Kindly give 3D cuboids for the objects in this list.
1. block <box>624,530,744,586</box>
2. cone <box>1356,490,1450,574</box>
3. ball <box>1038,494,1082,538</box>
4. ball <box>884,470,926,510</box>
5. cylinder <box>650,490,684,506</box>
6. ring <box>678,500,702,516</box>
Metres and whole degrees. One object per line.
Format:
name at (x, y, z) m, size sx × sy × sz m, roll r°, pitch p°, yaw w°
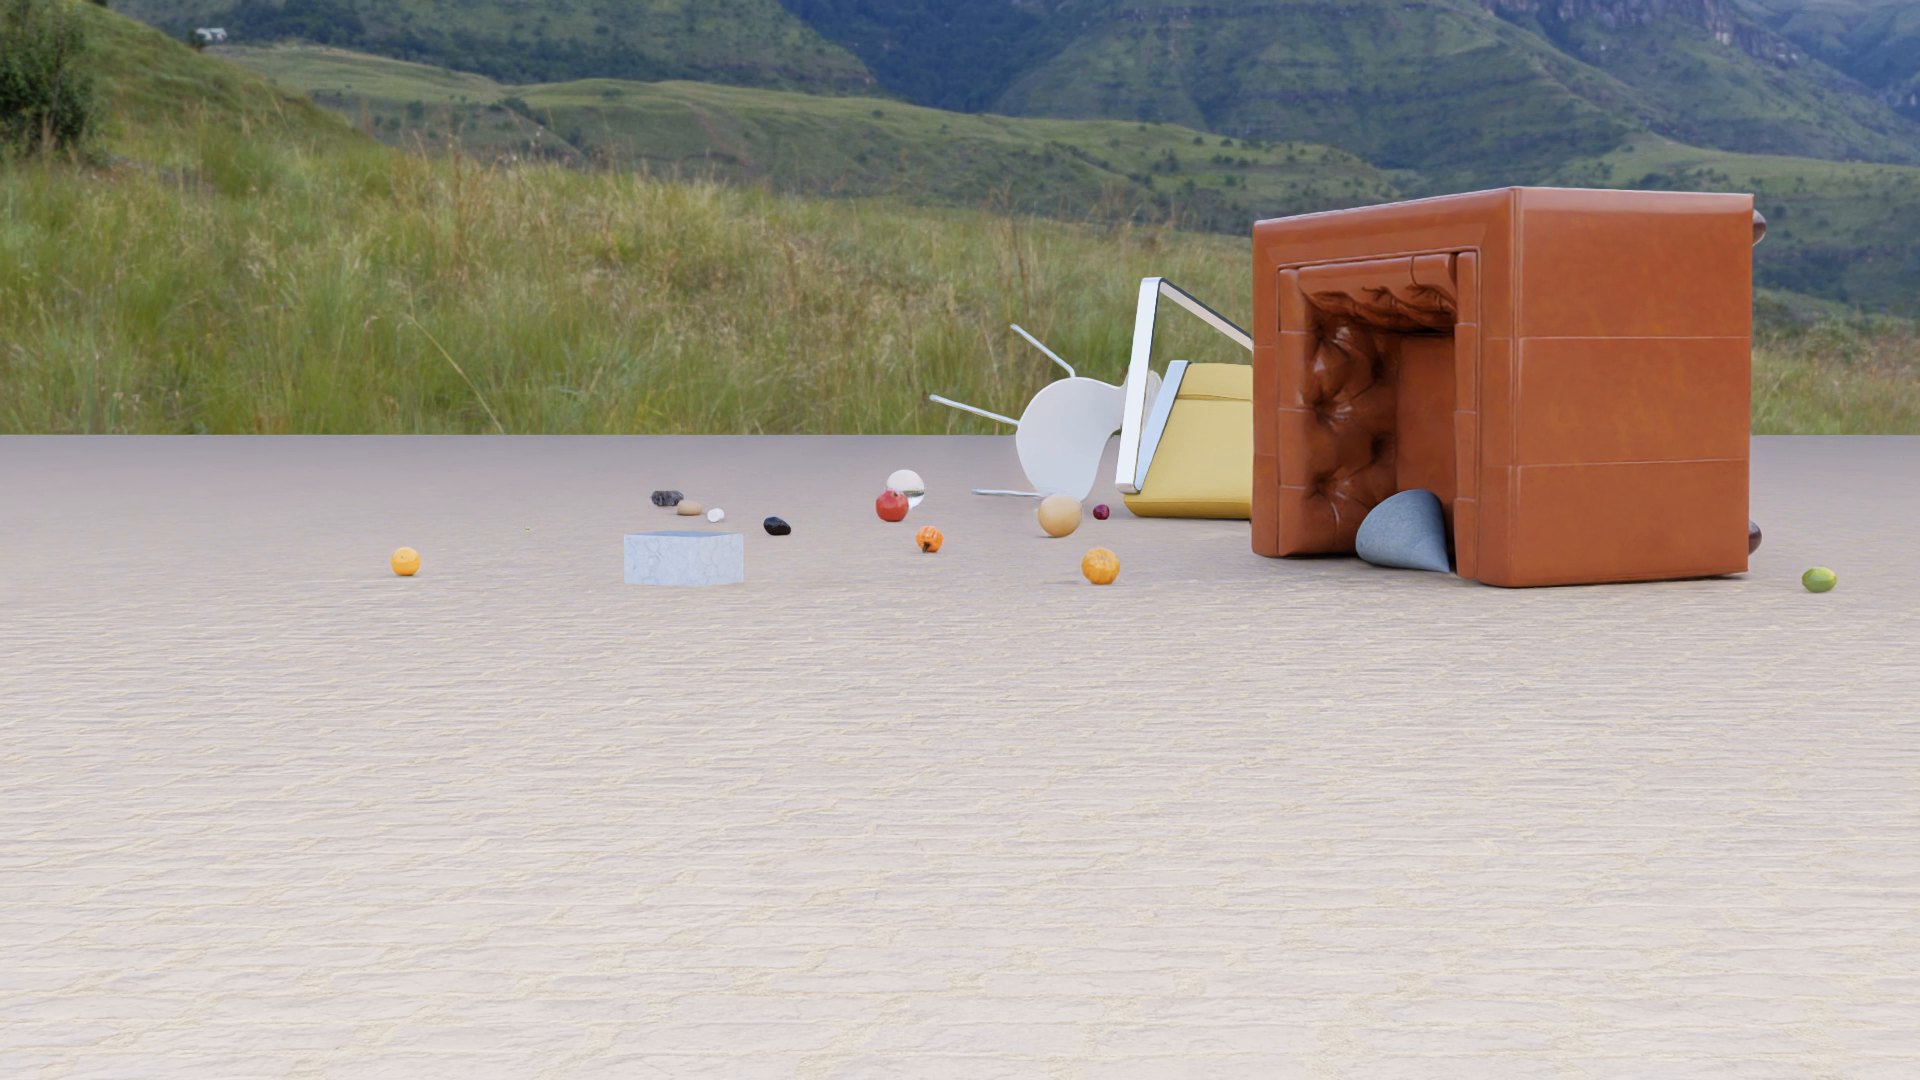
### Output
block at (-0.641, 0.042, 5.114) m, size 0.213 × 0.112 × 0.173 m, roll 2°, pitch 4°, yaw 28°
cone at (1.152, 0.025, 5.457) m, size 0.255 × 0.213 × 0.228 m, roll -21°, pitch 37°, yaw -13°
ball at (0.303, -0.076, 6.674) m, size 0.133 × 0.133 × 0.133 m, roll 0°, pitch 4°, yaw 0°
ball at (-0.205, -0.187, 8.176) m, size 0.150 × 0.150 × 0.150 m, roll 0°, pitch 4°, yaw 0°
cylinder at (-1.118, -0.159, 8.406) m, size 0.116 × 0.062 × 0.061 m, roll 9°, pitch 8°, yaw 29°
ring at (-0.970, -0.115, 7.892) m, size 0.089 × 0.045 × 0.221 m, roll 1°, pitch 5°, yaw -4°
